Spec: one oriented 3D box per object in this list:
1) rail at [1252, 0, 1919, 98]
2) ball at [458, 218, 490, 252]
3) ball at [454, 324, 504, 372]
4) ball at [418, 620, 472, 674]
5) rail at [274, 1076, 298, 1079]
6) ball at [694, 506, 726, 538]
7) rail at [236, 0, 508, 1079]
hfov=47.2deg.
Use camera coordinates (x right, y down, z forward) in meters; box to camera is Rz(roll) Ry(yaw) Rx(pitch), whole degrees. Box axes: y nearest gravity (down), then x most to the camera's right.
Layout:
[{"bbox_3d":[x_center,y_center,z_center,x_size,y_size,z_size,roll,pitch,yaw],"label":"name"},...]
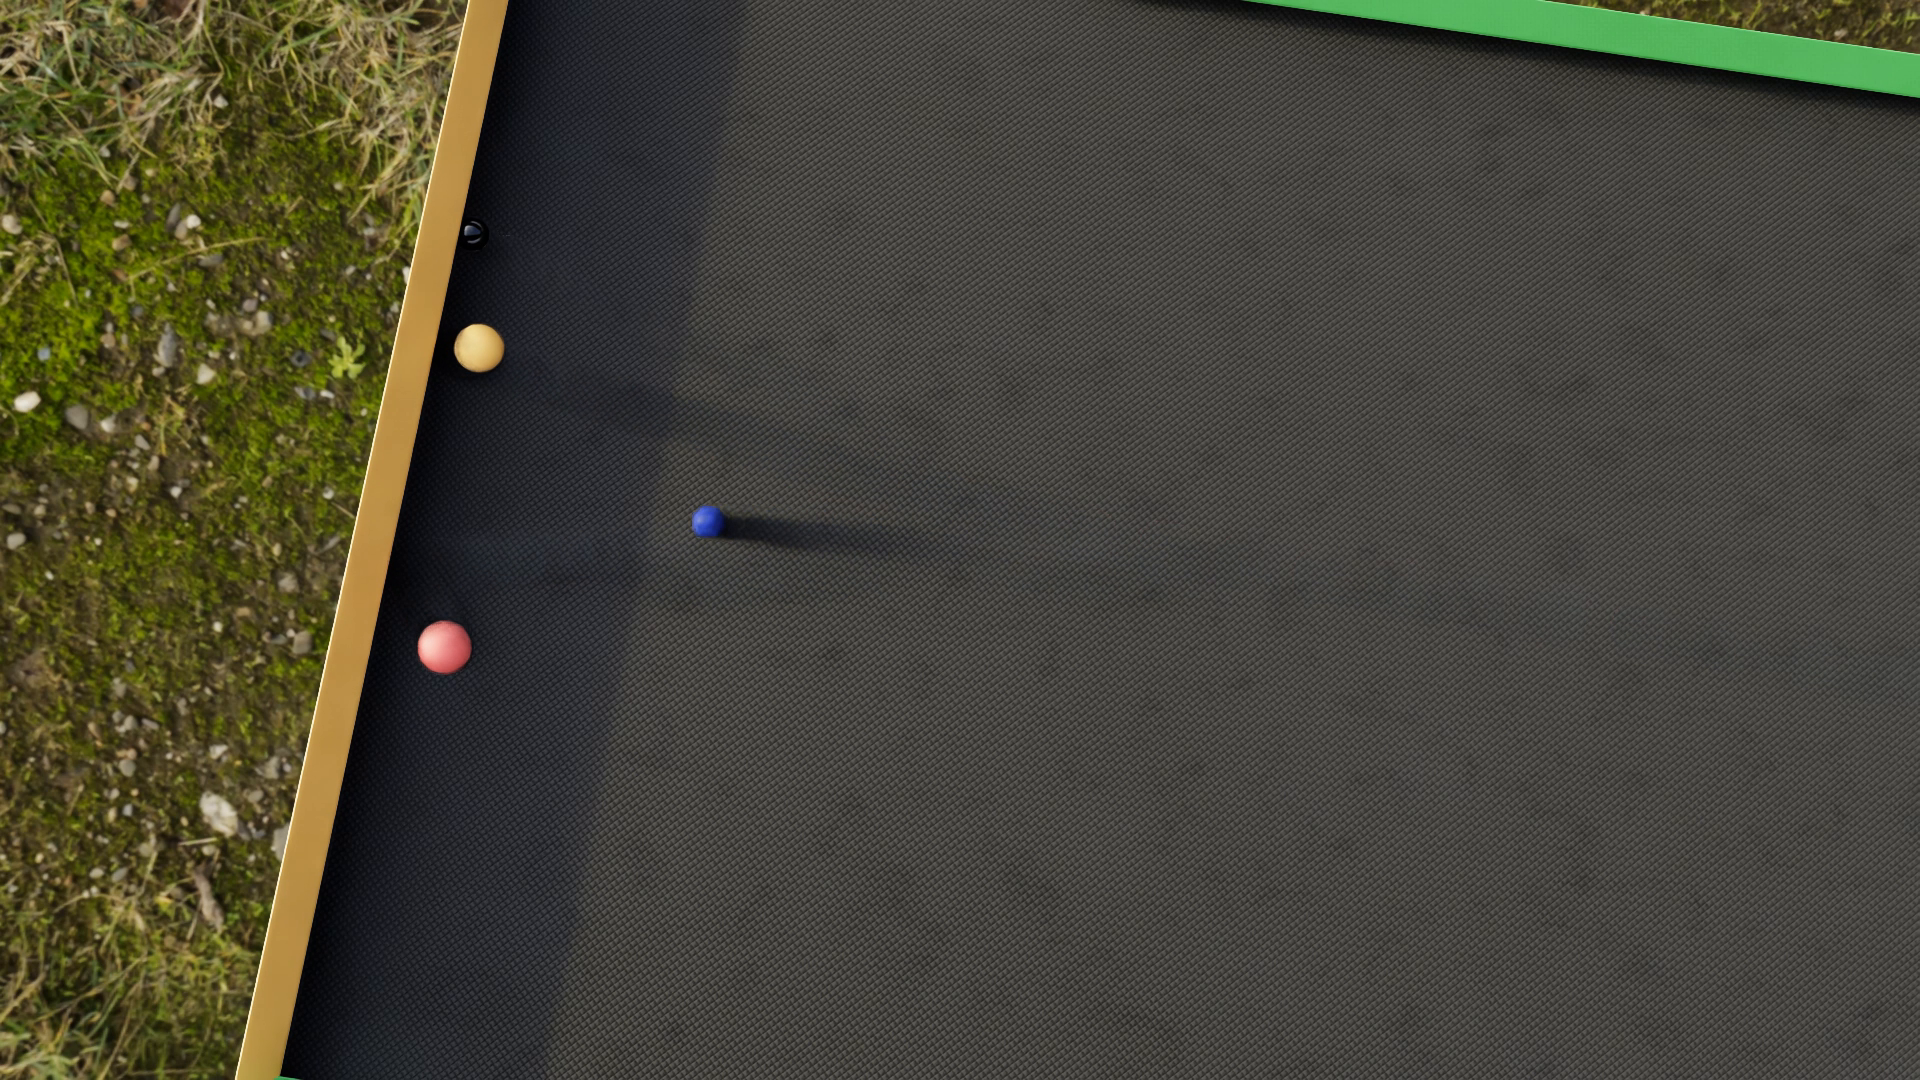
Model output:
[{"bbox_3d":[1.017,-0.786,3.450,3.529,0.102,0.045,9,78,2],"label":"rail"},{"bbox_3d":[-0.756,-0.474,3.411,0.052,0.052,0.052,0,78,0],"label":"ball"},{"bbox_3d":[-0.736,-0.293,3.362,0.074,0.074,0.074,0,78,0],"label":"ball"},{"bbox_3d":[-0.765,0.159,3.266,0.078,0.078,0.078,0,78,0],"label":"ball"},{"bbox_3d":[0.726,1.043,3.069,3.529,0.102,0.045,9,78,2],"label":"rail"},{"bbox_3d":[-0.377,-0.027,3.319,0.049,0.049,0.049,0,78,0],"label":"ball"},{"bbox_3d":[-0.848,-0.134,3.314,0.045,0.102,1.938,9,78,2],"label":"rail"}]
